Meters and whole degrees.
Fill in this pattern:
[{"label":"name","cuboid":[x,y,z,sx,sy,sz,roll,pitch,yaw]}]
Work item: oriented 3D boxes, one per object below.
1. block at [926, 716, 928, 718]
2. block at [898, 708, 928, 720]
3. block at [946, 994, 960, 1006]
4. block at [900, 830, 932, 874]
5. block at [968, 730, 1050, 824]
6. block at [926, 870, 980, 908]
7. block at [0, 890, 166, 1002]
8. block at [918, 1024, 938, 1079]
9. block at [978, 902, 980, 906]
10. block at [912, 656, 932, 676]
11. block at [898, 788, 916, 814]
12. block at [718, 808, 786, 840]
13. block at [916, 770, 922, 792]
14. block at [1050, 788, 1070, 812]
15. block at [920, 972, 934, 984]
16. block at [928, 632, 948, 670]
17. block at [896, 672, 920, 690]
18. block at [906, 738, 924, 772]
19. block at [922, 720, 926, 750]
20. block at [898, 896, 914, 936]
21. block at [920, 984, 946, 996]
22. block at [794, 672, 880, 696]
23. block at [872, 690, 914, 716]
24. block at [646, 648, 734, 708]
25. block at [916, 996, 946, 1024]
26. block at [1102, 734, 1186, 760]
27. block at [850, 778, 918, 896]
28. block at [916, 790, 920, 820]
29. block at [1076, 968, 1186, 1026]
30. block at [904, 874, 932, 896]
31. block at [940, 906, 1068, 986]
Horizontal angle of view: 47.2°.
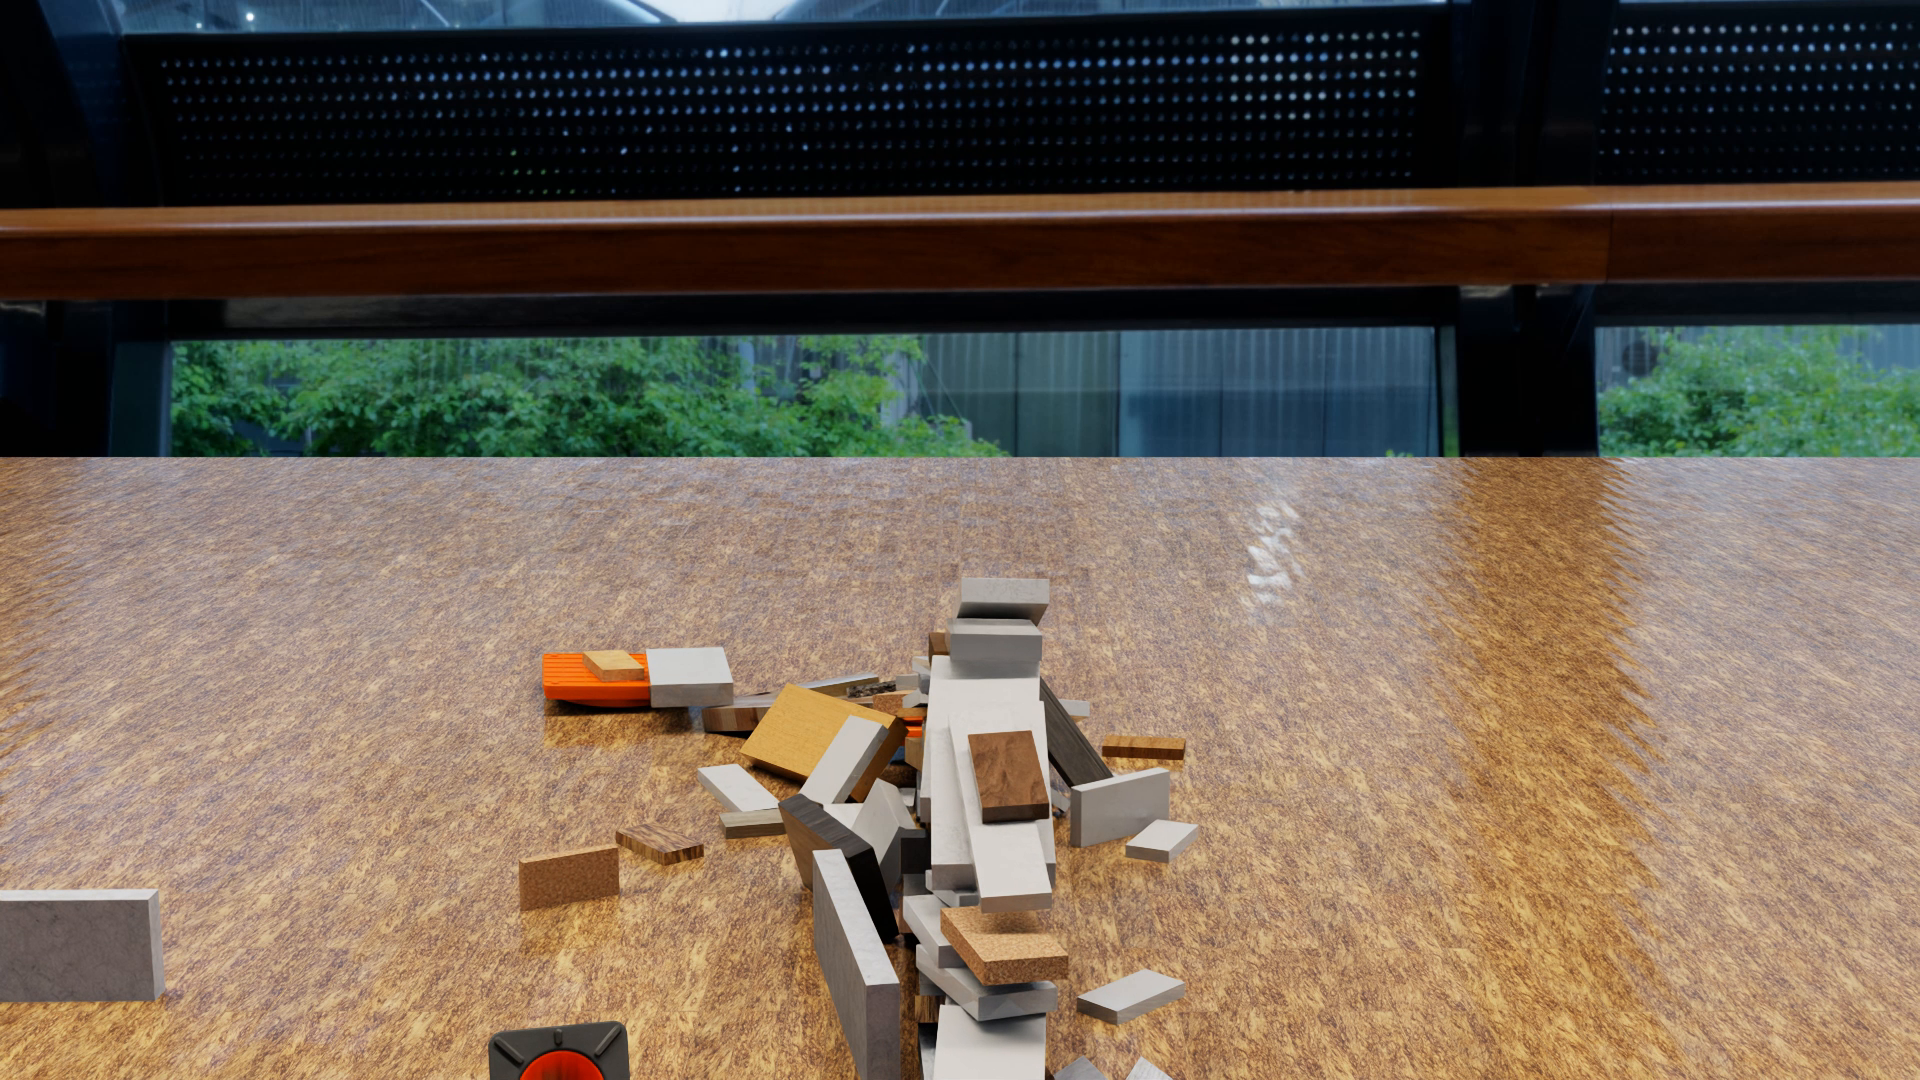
[{"label":"block","cuboid":[0.021,0.332,4.023,0.145,0.041,0.423,1,-11,-6]},{"label":"block","cuboid":[-0.053,0.326,4.142,0.116,0.016,0.058,-4,-12,17]},{"label":"block","cuboid":[0.033,0.675,2.740,0.124,0.035,0.247,5,40,2]},{"label":"block","cuboid":[0.005,0.465,3.299,0.180,0.051,0.359,0,-6,0]},{"label":"block","cuboid":[0.064,0.317,2.961,0.089,0.025,0.178,-3,28,-5]},{"label":"block","cuboid":[0.017,0.475,2.993,0.086,0.024,0.173,-1,3,-16]},{"label":"block","cuboid":[-1.333,0.594,3.219,0.312,0.156,0.044,0,11,-1]},{"label":"block","cuboid":[0.012,0.694,2.863,0.124,0.035,0.248,1,10,-4]},{"label":"block","cuboid":[0.057,0.463,2.877,0.048,0.096,0.014,4,42,-21]},{"label":"block","cuboid":[-0.017,0.218,3.776,0.086,0.024,0.173,0,1,-17]},{"label":"block","cuboid":[-0.114,0.492,4.152,0.057,0.016,0.114,0,11,1]},{"label":"block","cuboid":[-0.353,0.515,4.008,0.163,0.023,0.081,-3,11,-15]},{"label":"block","cuboid":[0.000,0.446,4.048,0.157,0.044,0.314,0,-8,-1]},{"label":"block","cuboid":[0.132,0.450,4.069,0.160,0.023,0.080,34,-7,4]},{"label":"block","cuboid":[0.002,0.578,3.043,0.110,0.031,0.220,0,0,1]},{"label":"block","cuboid":[0.035,0.190,3.587,0.164,0.047,0.329,1,3,-2]},{"label":"block","cuboid":[-0.012,0.281,4.409,0.211,0.030,0.105,-4,-1,31]},{"label":"block","cuboid":[-0.004,0.380,3.913,0.157,0.044,0.314,0,-2,-7]},{"label":"block","cuboid":[0.010,0.325,3.669,0.145,0.041,0.290,0,-3,0]},{"label":"block","cuboid":[0.002,0.567,3.303,0.180,0.051,0.359,0,-11,0]},{"label":"block","cuboid":[0.000,0.633,3.112,0.110,0.031,0.220,0,-13,0]},{"label":"block","cuboid":[-0.267,0.308,4.591,0.188,0.027,0.094,-9,5,-10]},{"label":"block","cuboid":[-0.037,0.318,4.407,0.145,0.041,0.290,-4,-1,29]},{"label":"block","cuboid":[-0.592,0.297,4.794,0.172,0.049,0.345,-1,10,-10]},{"label":"block","cuboid":[0.002,0.645,3.016,0.124,0.035,0.247,0,-13,0]},{"label":"block","cuboid":[0.376,0.424,4.497,0.164,0.023,0.082,2,11,9]},{"label":"block","cuboid":[-0.136,0.509,3.717,0.039,0.138,0.276,26,5,-13]},{"label":"block","cuboid":[0.001,0.472,3.913,0.157,0.044,0.314,0,-8,-2]},{"label":"block","cuboid":[0.250,0.665,3.204,0.077,0.022,0.153,10,15,44]},{"label":"block","cuboid":[0.003,0.541,3.501,0.180,0.051,0.359,0,-7,0]},{"label":"block","cuboid":[0.053,0.507,2.772,0.107,0.030,0.214,-1,8,-15]}]
